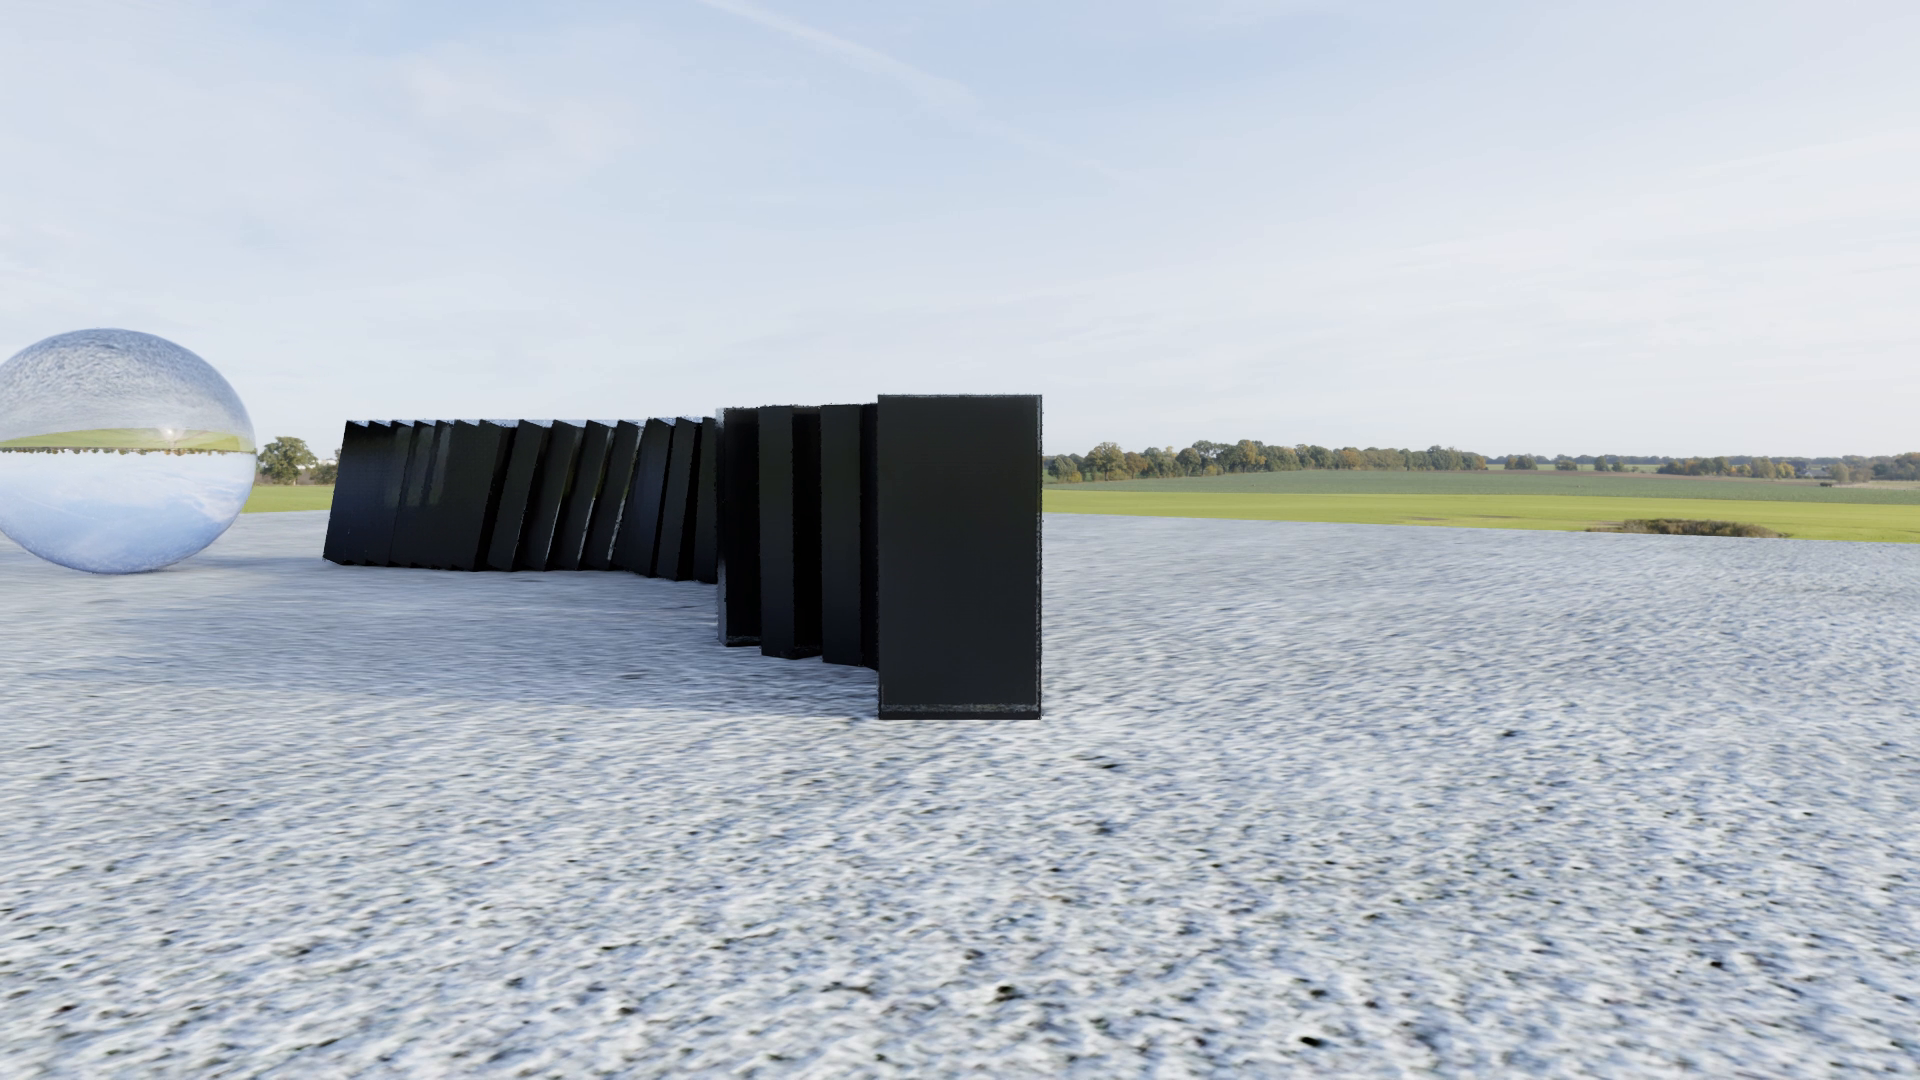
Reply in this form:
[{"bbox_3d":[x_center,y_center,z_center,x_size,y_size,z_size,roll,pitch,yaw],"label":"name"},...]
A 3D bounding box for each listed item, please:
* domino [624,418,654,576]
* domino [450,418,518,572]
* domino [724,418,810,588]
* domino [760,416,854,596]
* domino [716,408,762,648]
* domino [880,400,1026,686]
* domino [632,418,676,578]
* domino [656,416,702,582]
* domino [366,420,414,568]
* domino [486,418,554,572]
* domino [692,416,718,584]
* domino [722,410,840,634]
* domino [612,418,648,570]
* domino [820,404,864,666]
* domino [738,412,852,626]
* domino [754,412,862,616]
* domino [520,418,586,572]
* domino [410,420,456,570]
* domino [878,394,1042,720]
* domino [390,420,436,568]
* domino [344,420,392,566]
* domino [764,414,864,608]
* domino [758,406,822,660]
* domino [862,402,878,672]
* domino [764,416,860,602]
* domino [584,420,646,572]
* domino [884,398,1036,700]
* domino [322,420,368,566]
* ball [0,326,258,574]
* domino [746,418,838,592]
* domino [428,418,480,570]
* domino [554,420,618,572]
[{"bbox_3d":[-0.094,-0.015,0.423,0.010,0.050,0.025,22,16,33],"label":"domino"},{"bbox_3d":[-0.155,-0.015,0.434,0.010,0.050,0.025,18,10,18],"label":"domino"},{"bbox_3d":[-0.059,-0.012,0.390,0.009,0.050,0.025,6,7,40],"label":"domino"},{"bbox_3d":[-0.044,-0.010,0.365,0.025,0.050,0.010,-1,4,-17],"label":"domino"},{"bbox_3d":[-0.039,-0.003,0.275,0.025,0.050,0.009,-2,5,-21],"label":"domino"},{"bbox_3d":[-0.001,0.000,0.231,0.025,0.050,0.009,-1,4,-8],"label":"domino"},{"bbox_3d":[-0.089,-0.014,0.413,0.010,0.050,0.025,23,18,38],"label":"domino"},{"bbox_3d":[-0.080,-0.013,0.404,0.009,0.050,0.025,18,14,35],"label":"domino"},{"bbox_3d":[-0.191,-0.017,0.451,0.010,0.050,0.025,18,10,18],"label":"domino"},{"bbox_3d":[-0.144,-0.015,0.435,0.010,0.050,0.025,18,8,13],"label":"domino"},{"bbox_3d":[-0.069,-0.013,0.398,0.009,0.050,0.025,10,9,33],"label":"domino"},{"bbox_3d":[-0.040,-0.004,0.290,0.025,0.050,0.010,0,4,1],"label":"domino"},{"bbox_3d":[-0.102,-0.015,0.436,0.009,0.050,0.025,18,9,14],"label":"domino"},{"bbox_3d":[-0.016,-0.002,0.256,0.009,0.050,0.025,3,5,33],"label":"domino"},{"bbox_3d":[-0.039,-0.005,0.305,0.025,0.050,0.009,0,4,6],"label":"domino"},{"bbox_3d":[-0.038,-0.006,0.320,0.025,0.050,0.009,0,4,4],"label":"domino"},{"bbox_3d":[-0.133,-0.016,0.436,0.010,0.050,0.025,18,8,13],"label":"domino"},{"bbox_3d":[-0.173,-0.016,0.444,0.009,0.050,0.025,18,10,18],"label":"domino"},{"bbox_3d":[0.000,0.002,0.201,0.025,0.050,0.009,0,4,0],"label":"domino"},{"bbox_3d":[-0.182,-0.016,0.448,0.010,0.050,0.025,18,10,18],"label":"domino"},{"bbox_3d":[-0.201,-0.017,0.455,0.009,0.050,0.025,18,10,18],"label":"domino"},{"bbox_3d":[-0.038,-0.008,0.336,0.025,0.050,0.009,-1,4,-7],"label":"domino"},{"bbox_3d":[-0.029,-0.002,0.264,0.009,0.050,0.025,3,5,38],"label":"domino"},{"bbox_3d":[-0.005,-0.001,0.246,0.025,0.050,0.010,-2,5,-28],"label":"domino"},{"bbox_3d":[-0.040,-0.009,0.351,0.025,0.050,0.010,-1,4,-10],"label":"domino"},{"bbox_3d":[-0.112,-0.016,0.438,0.009,0.050,0.025,18,8,13],"label":"domino"},{"bbox_3d":[0.000,0.001,0.216,0.025,0.050,0.009,0,4,-2],"label":"domino"},{"bbox_3d":[-0.210,-0.017,0.458,0.009,0.050,0.025,18,10,18],"label":"domino"},{"bbox_3d":[-0.274,-0.029,0.417,0.080,0.080,0.080,0,4,0],"label":"ball"},{"bbox_3d":[-0.049,-0.011,0.379,0.025,0.050,0.009,-2,5,-29],"label":"domino"},{"bbox_3d":[-0.164,-0.016,0.439,0.009,0.050,0.025,18,10,18],"label":"domino"},{"bbox_3d":[-0.122,-0.016,0.438,0.010,0.050,0.025,18,8,13],"label":"domino"}]
